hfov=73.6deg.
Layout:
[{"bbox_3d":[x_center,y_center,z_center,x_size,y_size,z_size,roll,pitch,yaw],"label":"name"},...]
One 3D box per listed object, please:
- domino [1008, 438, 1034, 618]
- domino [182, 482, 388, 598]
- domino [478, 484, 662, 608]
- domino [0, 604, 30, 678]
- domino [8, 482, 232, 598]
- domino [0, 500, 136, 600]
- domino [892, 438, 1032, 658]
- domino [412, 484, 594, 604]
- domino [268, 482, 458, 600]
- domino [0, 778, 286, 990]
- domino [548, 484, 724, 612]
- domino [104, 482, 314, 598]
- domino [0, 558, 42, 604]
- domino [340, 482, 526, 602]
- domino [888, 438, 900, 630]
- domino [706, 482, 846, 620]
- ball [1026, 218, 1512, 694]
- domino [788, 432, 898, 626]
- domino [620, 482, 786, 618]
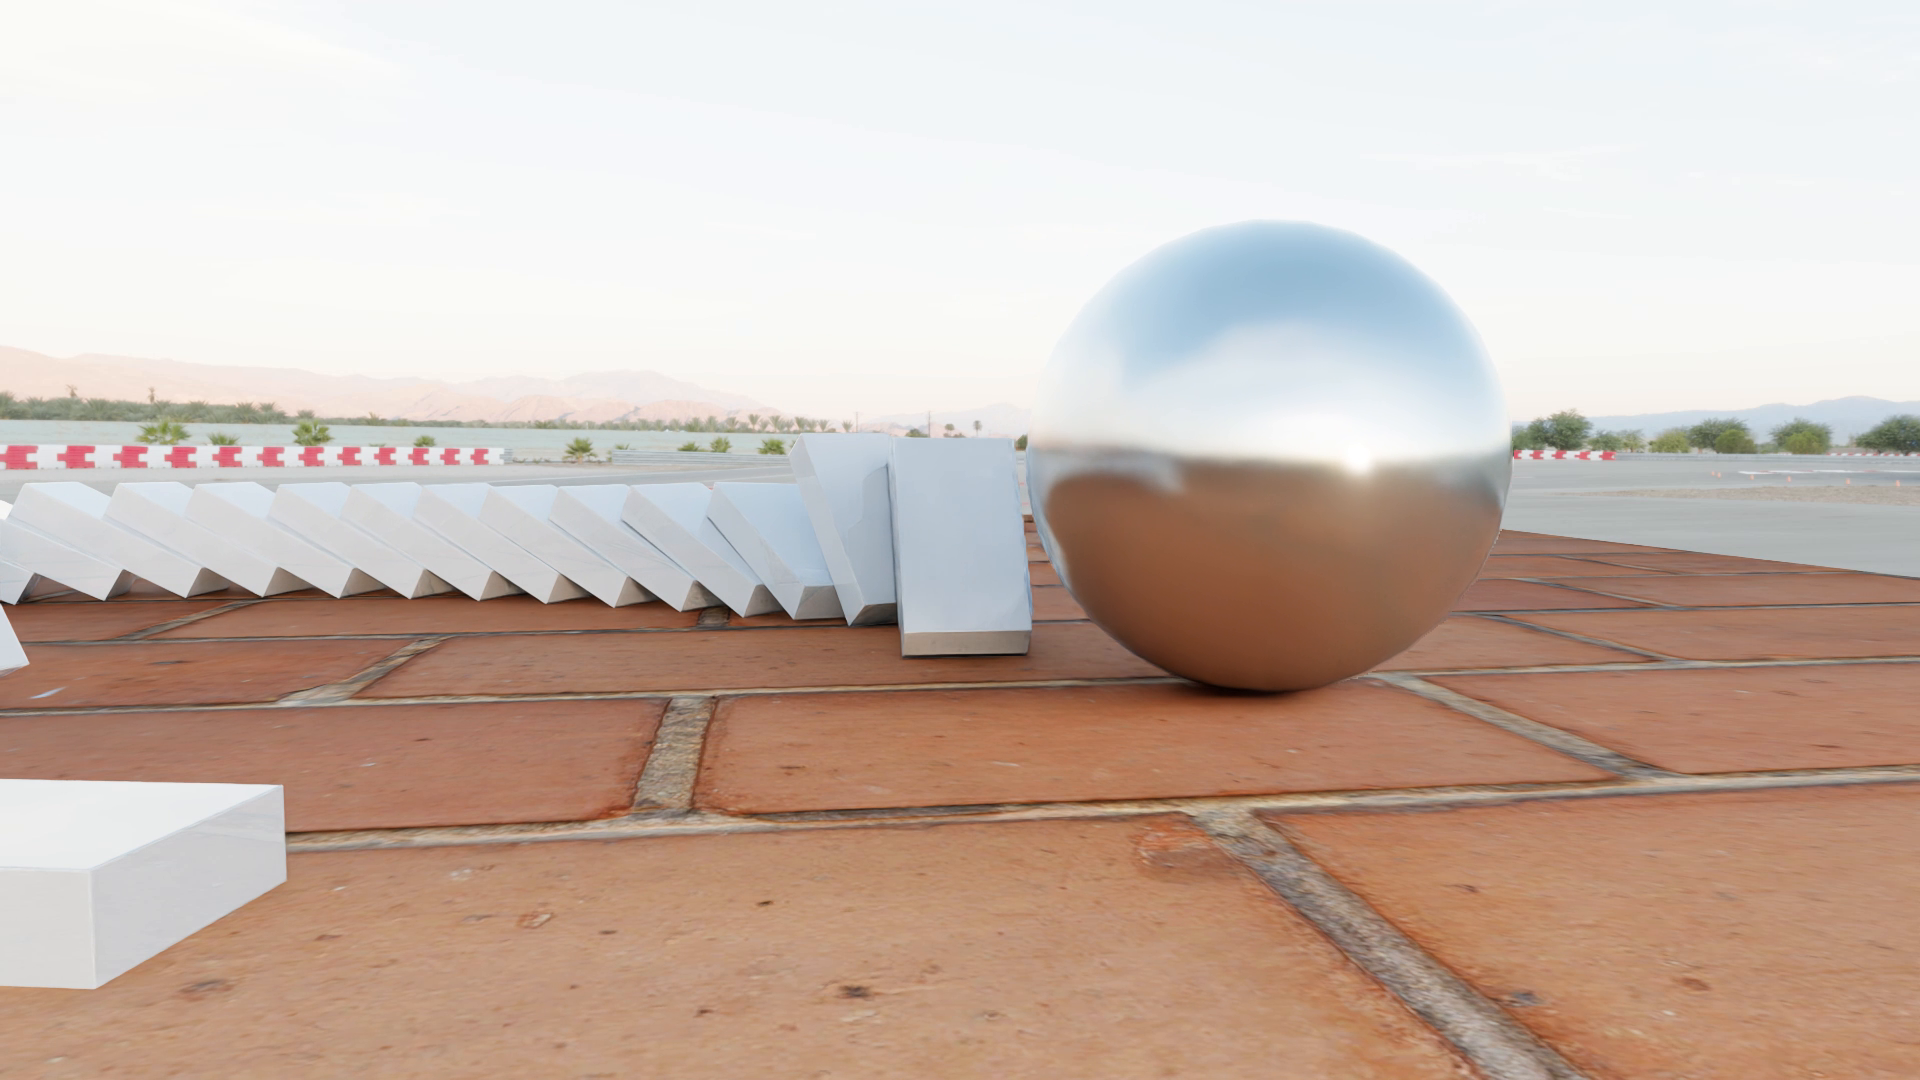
[{"bbox_3d":[0.001,-0.001,0.293,0.025,0.050,0.010,0,-37,-6],"label":"domino"},{"bbox_3d":[-0.190,-0.001,0.366,0.050,0.010,0.025,27,6,2],"label":"domino"},{"bbox_3d":[-0.104,0.001,0.351,0.050,0.010,0.025,30,15,18],"label":"domino"},{"bbox_3d":[-0.115,0.019,0.114,0.050,0.010,0.025,-24,2,5],"label":"domino"},{"bbox_3d":[-0.234,0.000,0.362,0.050,0.009,0.025,27,1,-7],"label":"domino"},{"bbox_3d":[-0.255,0.000,0.351,0.050,0.010,0.025,29,-6,-20],"label":"domino"},{"bbox_3d":[0.000,0.001,0.267,0.025,0.050,0.009,0,-37,-6],"label":"domino"},{"bbox_3d":[-0.124,0.000,0.358,0.050,0.010,0.025,30,14,17],"label":"domino"},{"bbox_3d":[-0.167,-0.001,0.367,0.050,0.010,0.025,28,10,9],"label":"domino"},{"bbox_3d":[-0.092,0.029,0.114,0.050,0.010,0.025,0,4,4],"label":"domino"},{"bbox_3d":[-0.083,0.001,0.343,0.050,0.009,0.025,31,17,22],"label":"domino"},{"bbox_3d":[-0.212,-0.001,0.366,0.050,0.010,0.025,27,5,1],"label":"domino"},{"bbox_3d":[-0.273,0.001,0.339,0.050,0.010,0.025,30,-10,-27],"label":"domino"},{"bbox_3d":[-0.146,0.000,0.363,0.050,0.009,0.025,29,11,13],"label":"domino"},{"bbox_3d":[-0.003,-0.002,0.305,0.025,0.050,0.010,-1,-37,-7],"label":"domino"},{"bbox_3d":[-0.042,0.002,0.325,0.025,0.010,0.050,0,31,-39],"label":"domino"},{"bbox_3d":[0.051,-0.014,0.220,0.080,0.080,0.080,0,4,0],"label":"ball"},{"bbox_3d":[-0.022,-0.004,0.314,0.025,0.050,0.009,-3,-33,-34],"label":"domino"},{"bbox_3d":[-0.062,0.002,0.334,0.050,0.009,0.025,35,22,28],"label":"domino"}]
